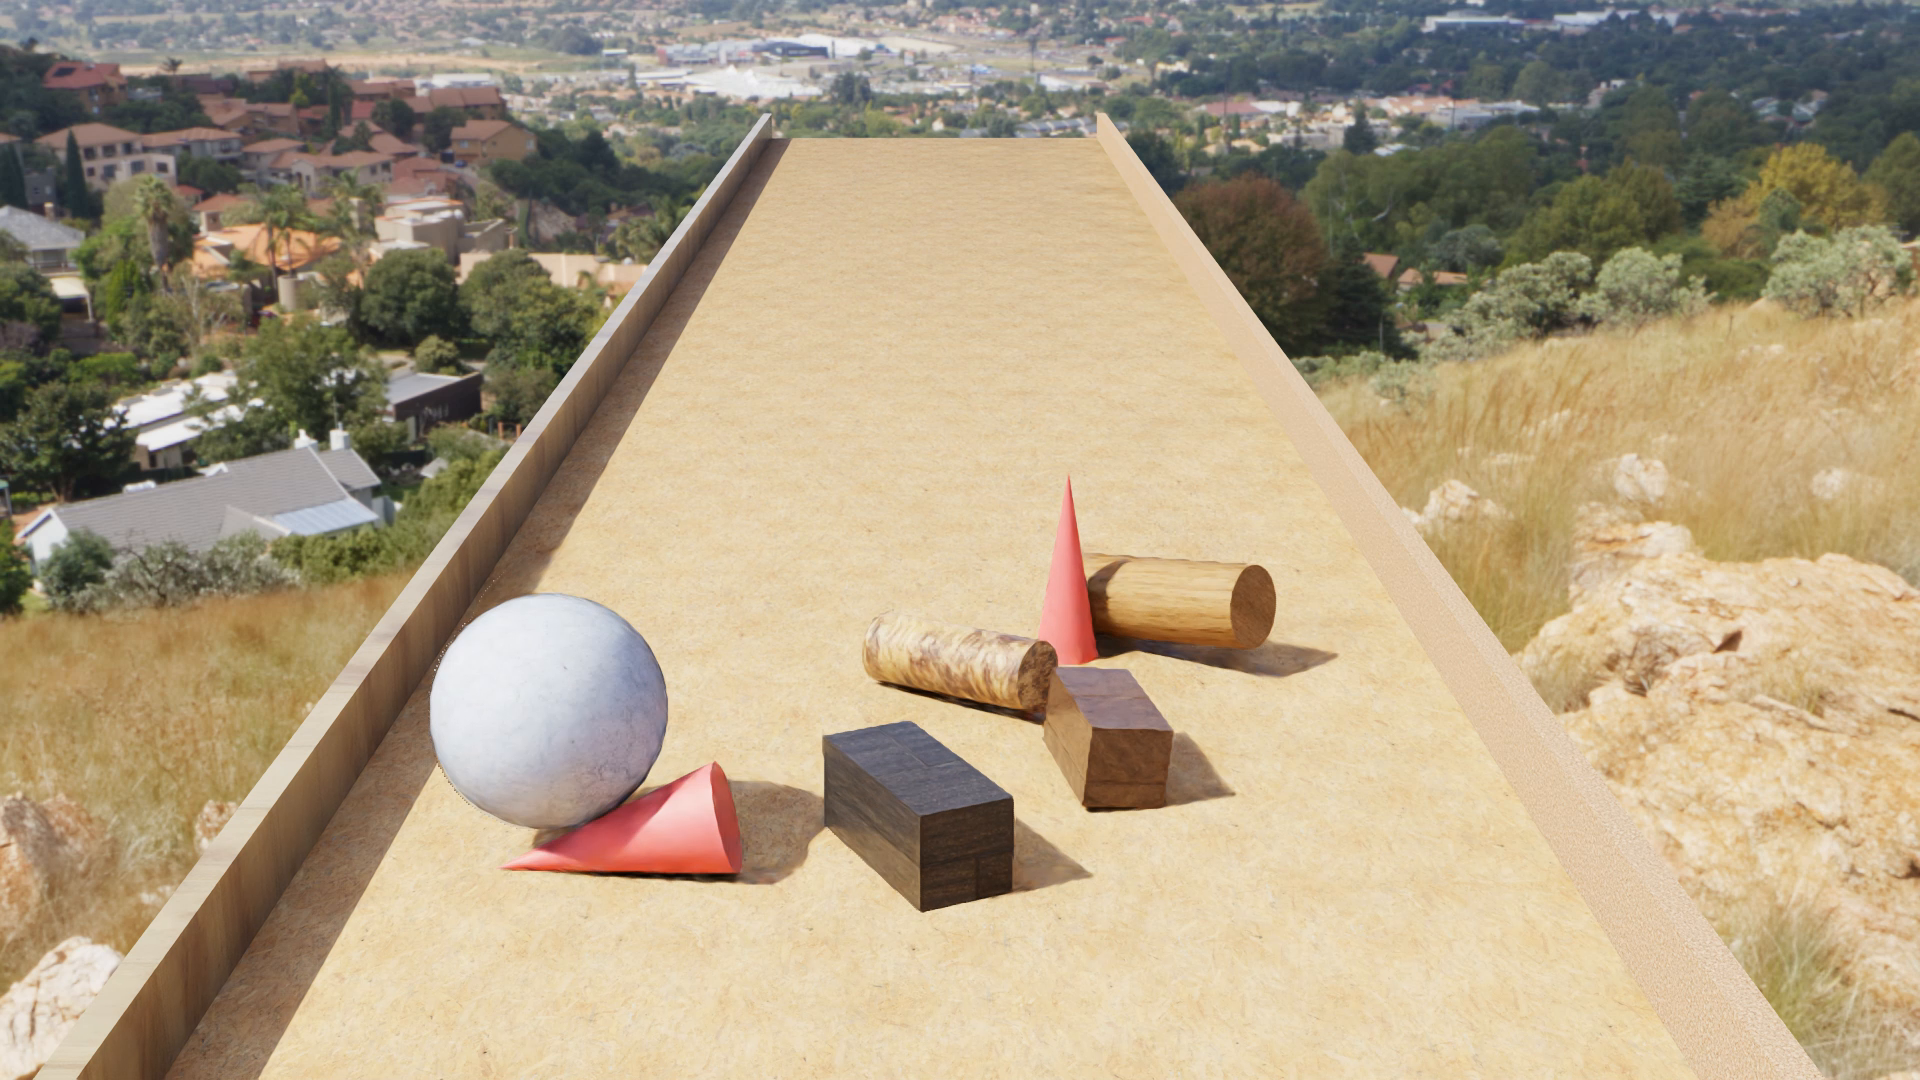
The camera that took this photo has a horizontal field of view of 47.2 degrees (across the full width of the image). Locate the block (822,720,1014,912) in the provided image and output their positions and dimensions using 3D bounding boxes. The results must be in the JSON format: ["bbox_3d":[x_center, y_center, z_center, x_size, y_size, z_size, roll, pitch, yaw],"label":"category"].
[{"bbox_3d":[-0.071,0.432,3.495,0.159,0.159,0.363,-8,18,-26],"label":"block"}]

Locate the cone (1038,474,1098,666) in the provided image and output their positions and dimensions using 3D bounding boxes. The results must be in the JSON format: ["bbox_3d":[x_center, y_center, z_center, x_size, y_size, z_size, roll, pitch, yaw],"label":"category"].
[{"bbox_3d":[0.214,0.047,4.394,0.128,0.384,0.128,0,17,0],"label":"cone"}]

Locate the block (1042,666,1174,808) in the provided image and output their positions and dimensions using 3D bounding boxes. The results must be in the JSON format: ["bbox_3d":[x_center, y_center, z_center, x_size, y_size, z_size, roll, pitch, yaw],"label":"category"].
[{"bbox_3d":[0.253,0.339,3.816,0.141,0.141,0.305,3,16,-12],"label":"block"}]

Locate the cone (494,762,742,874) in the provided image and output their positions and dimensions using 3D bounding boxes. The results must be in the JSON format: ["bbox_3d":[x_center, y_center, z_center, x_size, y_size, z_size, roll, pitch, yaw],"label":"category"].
[{"bbox_3d":[-0.552,0.478,3.466,0.381,0.180,0.180,-13,16,3],"label":"cone"}]

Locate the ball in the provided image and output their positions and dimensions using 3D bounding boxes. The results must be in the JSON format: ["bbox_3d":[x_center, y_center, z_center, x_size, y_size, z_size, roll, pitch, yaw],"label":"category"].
[{"bbox_3d":[-0.651,0.271,3.488,0.374,0.374,0.374,0,17,0],"label":"ball"}]

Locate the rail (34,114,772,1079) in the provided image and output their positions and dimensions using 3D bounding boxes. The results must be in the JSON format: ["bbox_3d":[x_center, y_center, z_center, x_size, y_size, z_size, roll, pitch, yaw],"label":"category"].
[{"bbox_3d":[-1.118,-0.838,7.780,0.050,0.150,12.000,0,17,-1],"label":"rail"}]

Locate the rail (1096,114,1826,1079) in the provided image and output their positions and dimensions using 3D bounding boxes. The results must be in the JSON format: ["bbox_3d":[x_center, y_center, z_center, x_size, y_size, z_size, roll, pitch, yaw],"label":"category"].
[{"bbox_3d":[0.932,-0.844,7.801,0.050,0.150,12.000,0,17,-1],"label":"rail"}]

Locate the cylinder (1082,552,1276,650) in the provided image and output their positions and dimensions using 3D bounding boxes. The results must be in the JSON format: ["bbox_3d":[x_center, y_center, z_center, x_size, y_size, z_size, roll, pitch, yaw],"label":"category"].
[{"bbox_3d":[0.403,0.119,4.434,0.442,0.166,0.166,4,15,40],"label":"cylinder"}]

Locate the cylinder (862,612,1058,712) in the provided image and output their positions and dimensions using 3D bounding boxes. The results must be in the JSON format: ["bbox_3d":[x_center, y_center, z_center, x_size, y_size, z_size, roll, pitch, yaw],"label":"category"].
[{"bbox_3d":[-0.002,0.230,4.181,0.367,0.136,0.136,9,19,36],"label":"cylinder"}]
